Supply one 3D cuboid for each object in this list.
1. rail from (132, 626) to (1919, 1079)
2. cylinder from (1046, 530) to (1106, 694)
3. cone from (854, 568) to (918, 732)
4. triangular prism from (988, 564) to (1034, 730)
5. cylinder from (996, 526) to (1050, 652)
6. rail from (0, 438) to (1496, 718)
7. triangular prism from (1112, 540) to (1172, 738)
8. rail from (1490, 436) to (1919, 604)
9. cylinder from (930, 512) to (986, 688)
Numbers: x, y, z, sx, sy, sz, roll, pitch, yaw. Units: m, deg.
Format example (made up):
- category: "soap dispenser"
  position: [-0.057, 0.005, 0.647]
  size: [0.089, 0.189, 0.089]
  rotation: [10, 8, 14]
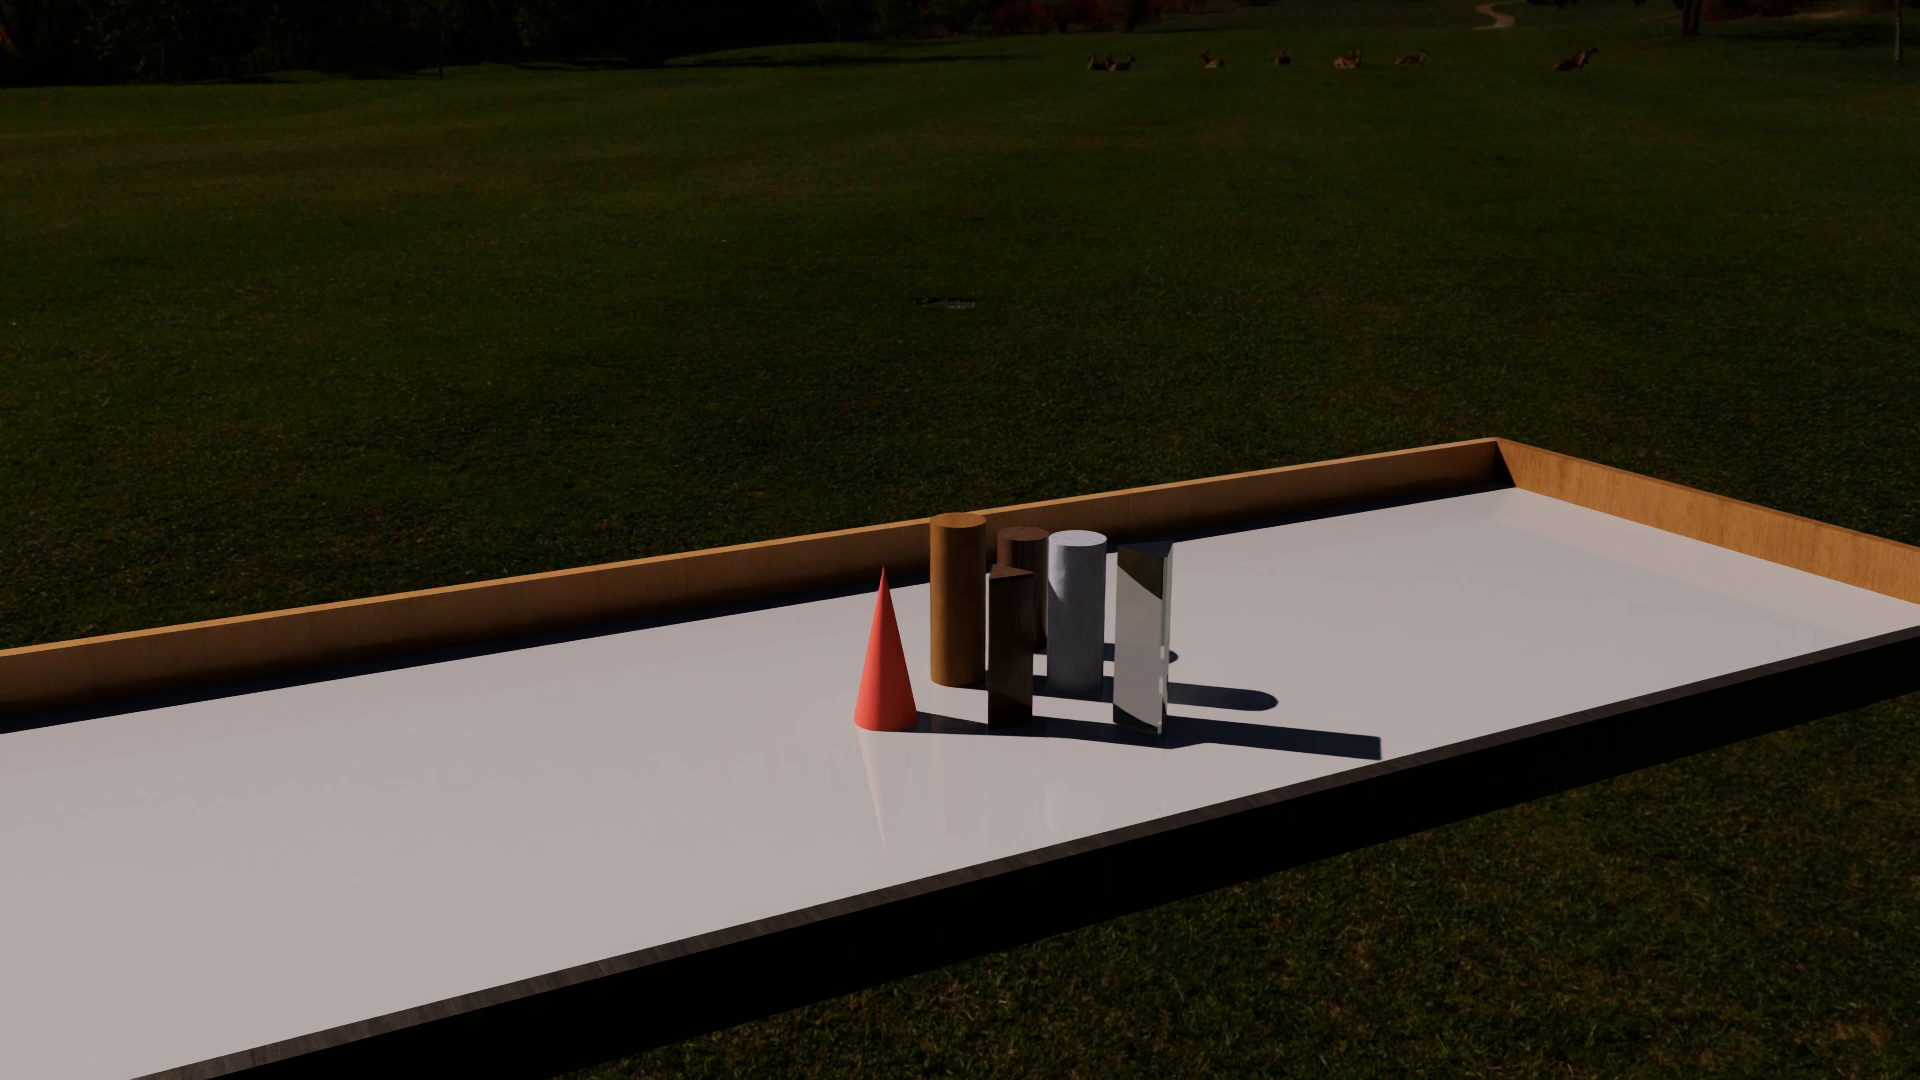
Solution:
- category: "rail"
  position: [-2.336, 1.006, 1.665]
  size: [12.000, 0.150, 0.050]
  rotation: [-9, 18, -27]
- category: "cylinder"
  position: [0.288, 0.177, 4.080]
  size: [0.141, 0.379, 0.141]
  rotation: [0, 16, 0]
- category: "cone"
  position: [-0.176, 0.240, 3.857]
  size: [0.154, 0.383, 0.154]
  rotation: [0, 16, 0]
- category: "triangular prism"
  position: [0.100, 0.246, 3.860]
  size: [0.114, 0.370, 0.098]
  rotation: [-7, 18, -23]
- category: "cylinder"
  position: [0.165, 0.130, 4.366]
  size: [0.137, 0.307, 0.137]
  rotation: [0, 16, 0]
- category: "rail"
  position: [-3.305, 0.497, 3.399]
  size: [12.000, 0.150, 0.050]
  rotation: [-9, 18, -27]
- category: "triangular prism"
  position: [0.450, 0.222, 3.831]
  size: [0.137, 0.434, 0.118]
  rotation: [15, 22, 41]
- category: "rail"
  position: [2.466, -0.048, 5.253]
  size: [0.050, 0.150, 2.100]
  rotation: [-9, 18, -27]
- category: "cylinder"
  position: [-0.005, 0.149, 4.113]
  size: [0.139, 0.414, 0.139]
  rotation: [0, 16, 0]
